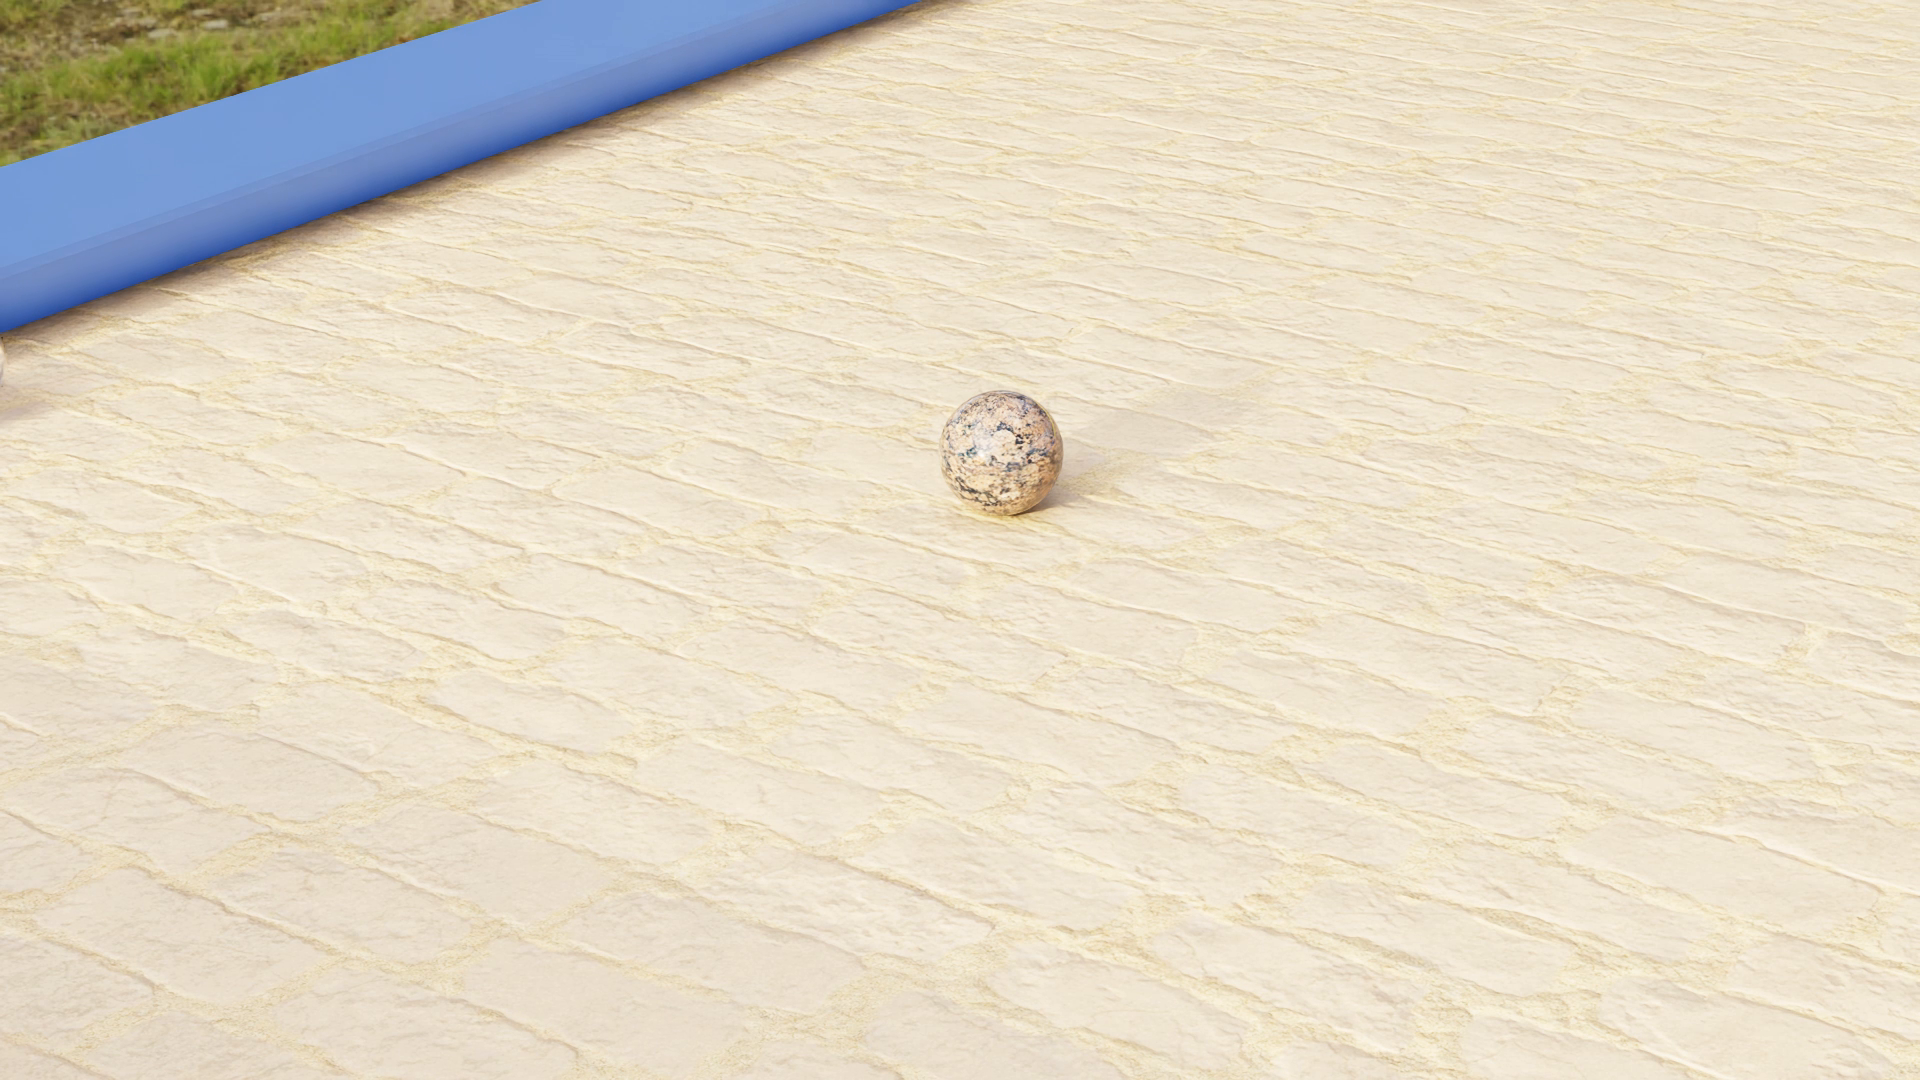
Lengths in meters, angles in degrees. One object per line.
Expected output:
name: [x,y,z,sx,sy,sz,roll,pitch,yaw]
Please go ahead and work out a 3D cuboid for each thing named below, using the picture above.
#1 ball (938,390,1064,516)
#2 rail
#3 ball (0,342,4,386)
ball: [0.028,-0.059,1.982,0.085,0.085,0.085,0,24,0]
rail: [-0.243,-0.522,2.948,0.045,0.128,3.505,15,29,30]
ball: [-0.740,-0.128,2.119,0.098,0.098,0.098,0,24,0]
